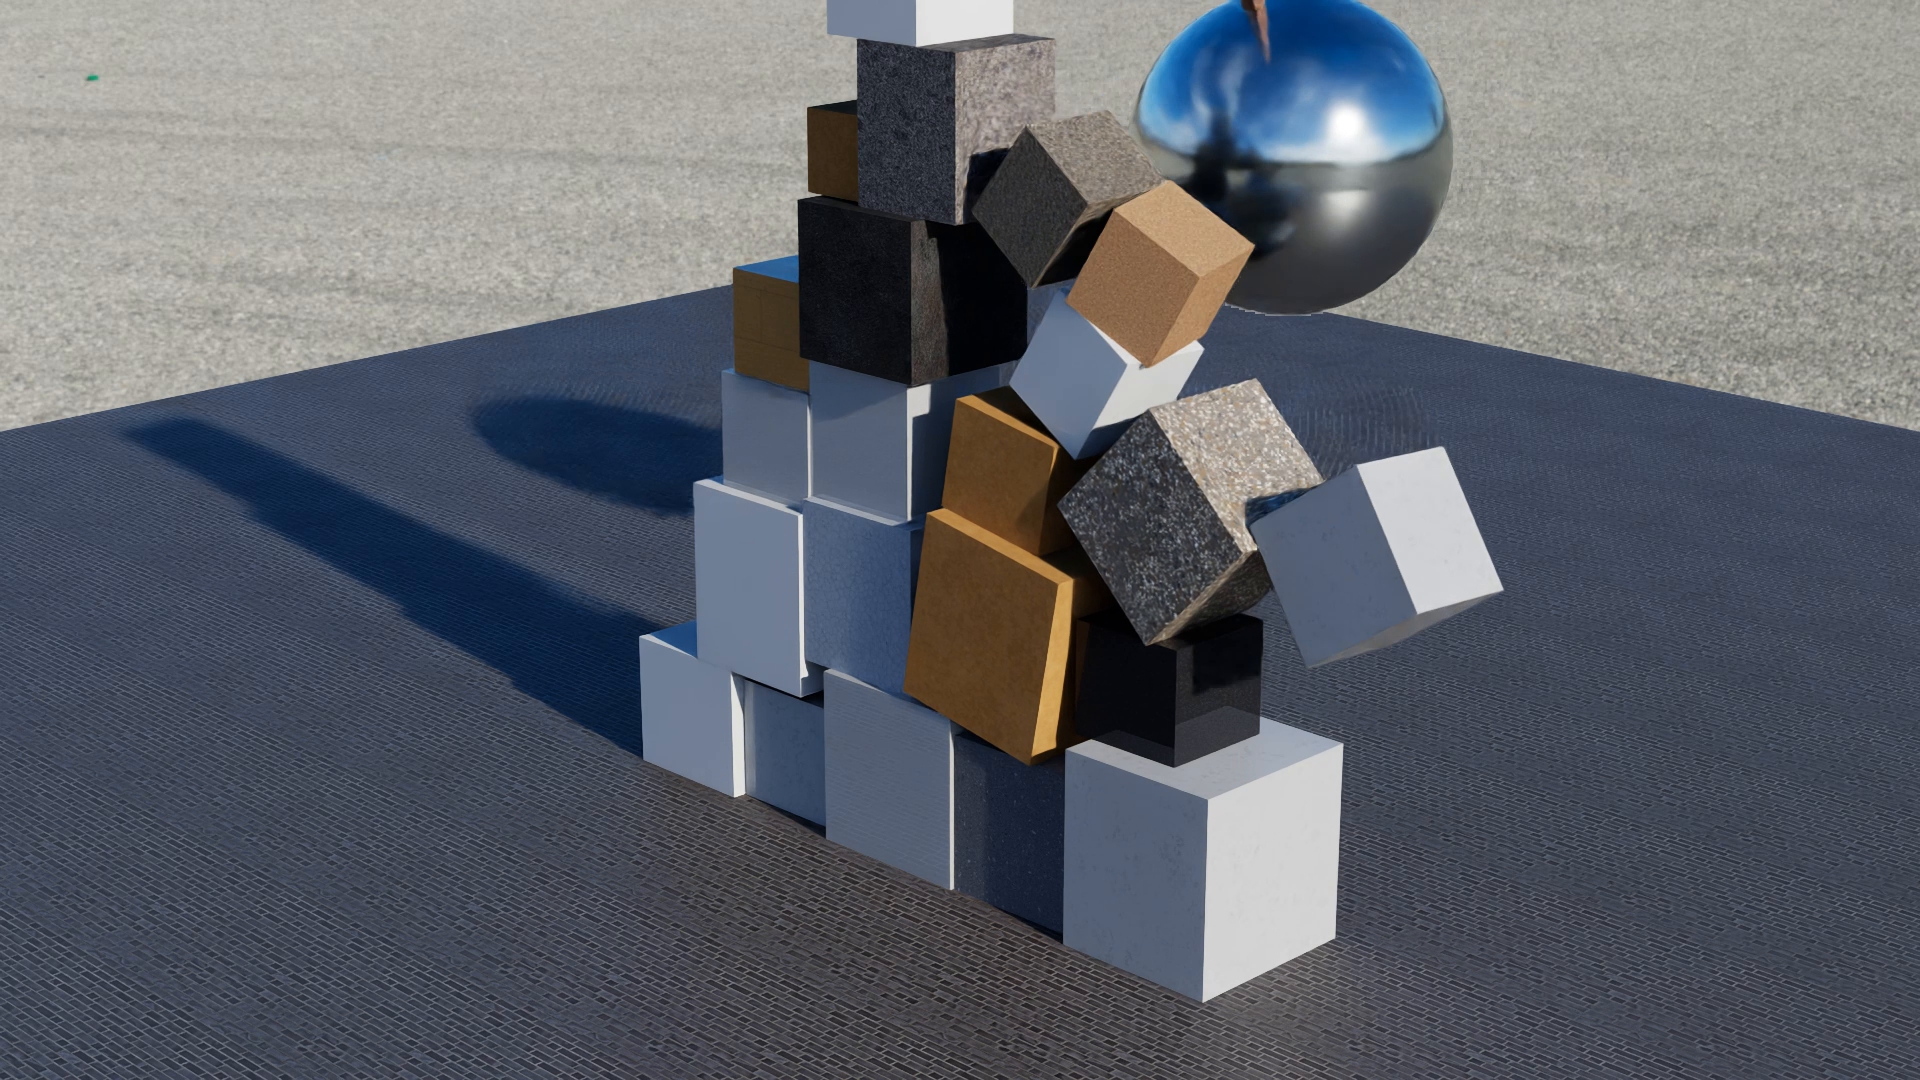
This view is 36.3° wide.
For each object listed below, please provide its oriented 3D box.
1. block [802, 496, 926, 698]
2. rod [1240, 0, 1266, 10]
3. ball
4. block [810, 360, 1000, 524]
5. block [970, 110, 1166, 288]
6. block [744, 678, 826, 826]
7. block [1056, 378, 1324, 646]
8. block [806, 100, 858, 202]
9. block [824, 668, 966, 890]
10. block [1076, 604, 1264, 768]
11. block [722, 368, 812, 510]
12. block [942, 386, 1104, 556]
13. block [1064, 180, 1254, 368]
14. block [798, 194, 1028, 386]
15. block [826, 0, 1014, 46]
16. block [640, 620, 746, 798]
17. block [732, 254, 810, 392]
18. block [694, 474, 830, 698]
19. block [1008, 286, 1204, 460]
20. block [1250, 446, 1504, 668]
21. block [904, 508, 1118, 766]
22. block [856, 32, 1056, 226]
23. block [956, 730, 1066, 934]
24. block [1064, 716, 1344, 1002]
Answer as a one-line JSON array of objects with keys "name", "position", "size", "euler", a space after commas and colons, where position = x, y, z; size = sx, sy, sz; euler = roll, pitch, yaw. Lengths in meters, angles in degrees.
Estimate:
[{"name": "block", "position": [-0.214, 0.184, 13.642], "size": [0.735, 0.787, 0.712], "euler": [-17, 24, -42]}, {"name": "rod", "position": [0.703, -4.632, 12.623], "size": [0.080, 5.200, 0.080], "euler": [17, 46, 42]}, {"name": "ball", "position": [1.623, -1.911, 14.442], "size": [1.600, 1.600, 1.600], "euler": [0, 17, 0]}, {"name": "block", "position": [-0.254, -0.521, 13.439], "size": [0.582, 0.680, 0.642], "euler": [-17, 24, -42]}, {"name": "block", "position": [0.466, -1.443, 12.397], "size": [0.518, 0.515, 0.452], "euler": [-17, 63, -43]}, {"name": "block", "position": [-0.596, 0.967, 14.265], "size": [0.605, 0.601, 0.673], "euler": [-17, 24, -42]}, {"name": "block", "position": [1.008, -0.120, 12.248], "size": [0.685, 0.722, 0.720], "euler": [-17, 68, -42]}, {"name": "block", "position": [-0.393, -1.756, 13.182], "size": [0.428, 0.384, 0.398], "euler": [-17, 24, -42]}, {"name": "block", "position": [-0.058, 1.014, 13.714], "size": [0.794, 0.842, 0.832], "euler": [-17, 24, -42]}, {"name": "block", "position": [0.894, 0.587, 12.569], "size": [0.558, 0.521, 0.566], "euler": [-17, 24, -42]}, {"name": "block", "position": [-0.689, -0.529, 13.907], "size": [0.604, 0.563, 0.633], "euler": [17, 24, 42]}, {"name": "block", "position": [0.364, -0.333, 12.841], "size": [0.589, 0.513, 0.590], "euler": [28, 31, 37]}, {"name": "block", "position": [0.827, -1.102, 12.133], "size": [0.460, 0.498, 0.459], "euler": [40, 39, 15]}, {"name": "block", "position": [-0.209, -1.172, 13.169], "size": [0.730, 0.723, 0.726], "euler": [-17, 24, -42]}, {"name": "block", "position": [-0.175, -2.440, 12.779], "size": [0.590, 0.463, 0.562], "euler": [-17, 24, -42]}, {"name": "block", "position": [-1.085, 0.791, 14.729], "size": [0.754, 0.660, 0.700], "euler": [-17, 24, -42]}, {"name": "block", "position": [-0.668, -1.030, 13.732], "size": [0.553, 0.498, 0.557], "euler": [17, 24, 42]}, {"name": "block", "position": [-0.745, 0.153, 14.168], "size": [0.749, 0.896, 0.756], "euler": [17, 24, 42]}, {"name": "block", "position": [0.618, -0.737, 12.442], "size": [0.466, 0.546, 0.483], "euler": [-14, 54, -41]}, {"name": "block", "position": [1.650, 0.068, 11.646], "size": [0.539, 0.621, 0.632], "euler": [-12, -13, -42]}, {"name": "block", "position": [0.377, 0.343, 13.061], "size": [0.843, 0.885, 0.804], "euler": [-17, 34, -43]}, {"name": "block", "position": [-0.016, -1.819, 12.800], "size": [0.614, 0.734, 0.606], "euler": [-17, 24, -42]}, {"name": "block", "position": [0.513, 1.223, 13.204], "size": [0.780, 0.750, 0.731], "euler": [-17, 24, -42]}, {"name": "block", "position": [1.044, 1.314, 12.643], "size": [0.888, 0.911, 0.796], "euler": [-17, 24, -42]}]
